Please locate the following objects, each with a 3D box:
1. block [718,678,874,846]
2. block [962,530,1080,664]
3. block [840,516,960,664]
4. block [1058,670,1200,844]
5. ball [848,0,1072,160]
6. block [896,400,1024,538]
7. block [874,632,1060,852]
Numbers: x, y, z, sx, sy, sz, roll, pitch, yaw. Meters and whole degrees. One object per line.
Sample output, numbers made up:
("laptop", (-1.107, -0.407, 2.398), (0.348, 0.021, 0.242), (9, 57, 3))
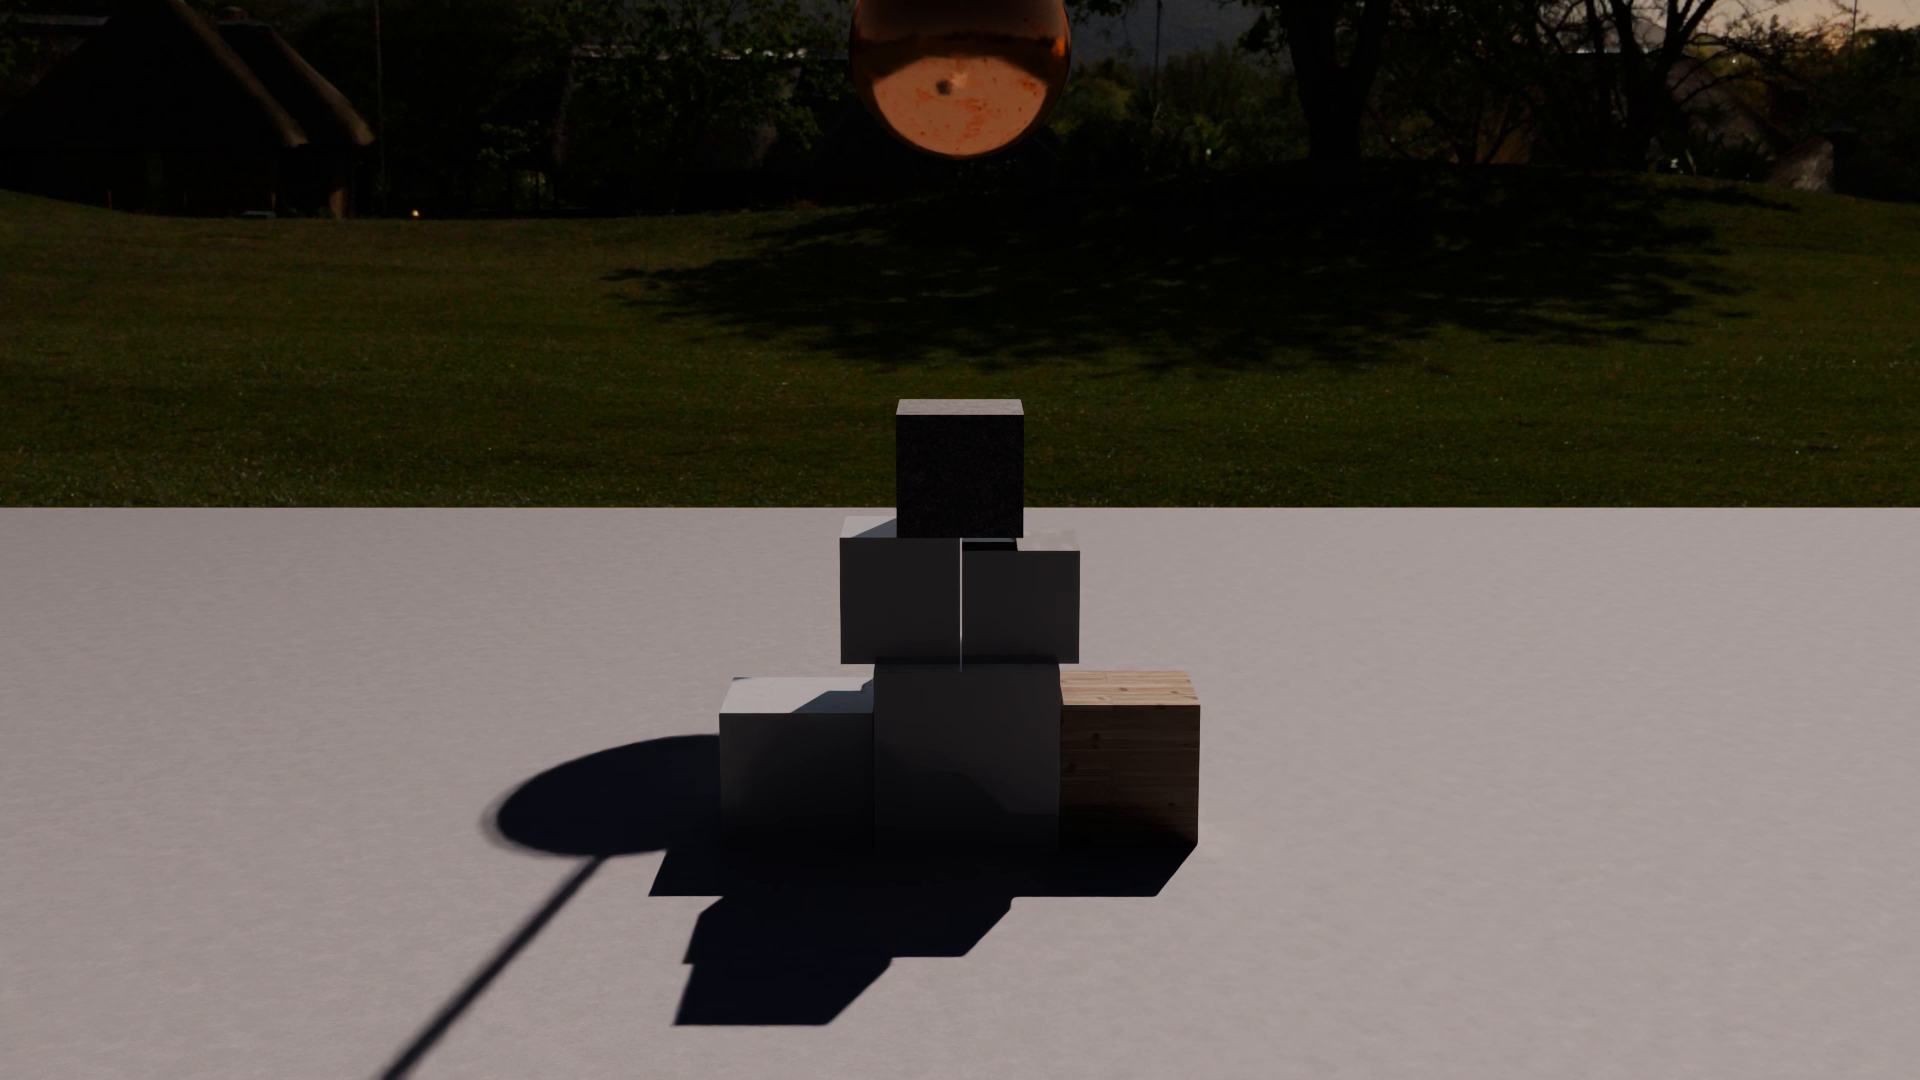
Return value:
("block", (-0.818, 1.137, 11.379), (0.765, 0.693, 0.741), (0, 10, 0))
("block", (0.303, 0.285, 11.225), (0.586, 0.575, 0.572), (0, 10, 0))
("block", (-0.298, 0.248, 11.235), (0.595, 0.644, 0.630), (0, 10, 0))
("block", (0.852, 1.116, 11.394), (0.698, 0.727, 0.720), (0, 10, 0))
("ball", (0.000, -3.526, 15.728), (1.600, 1.600, 1.600), (0, 10, 0))
("block", (0.000, -0.369, 11.118), (0.626, 0.612, 0.643), (0, 10, 0))
("block", (0.034, 1.024, 11.350), (0.918, 0.924, 0.917), (0, 10, 0))
